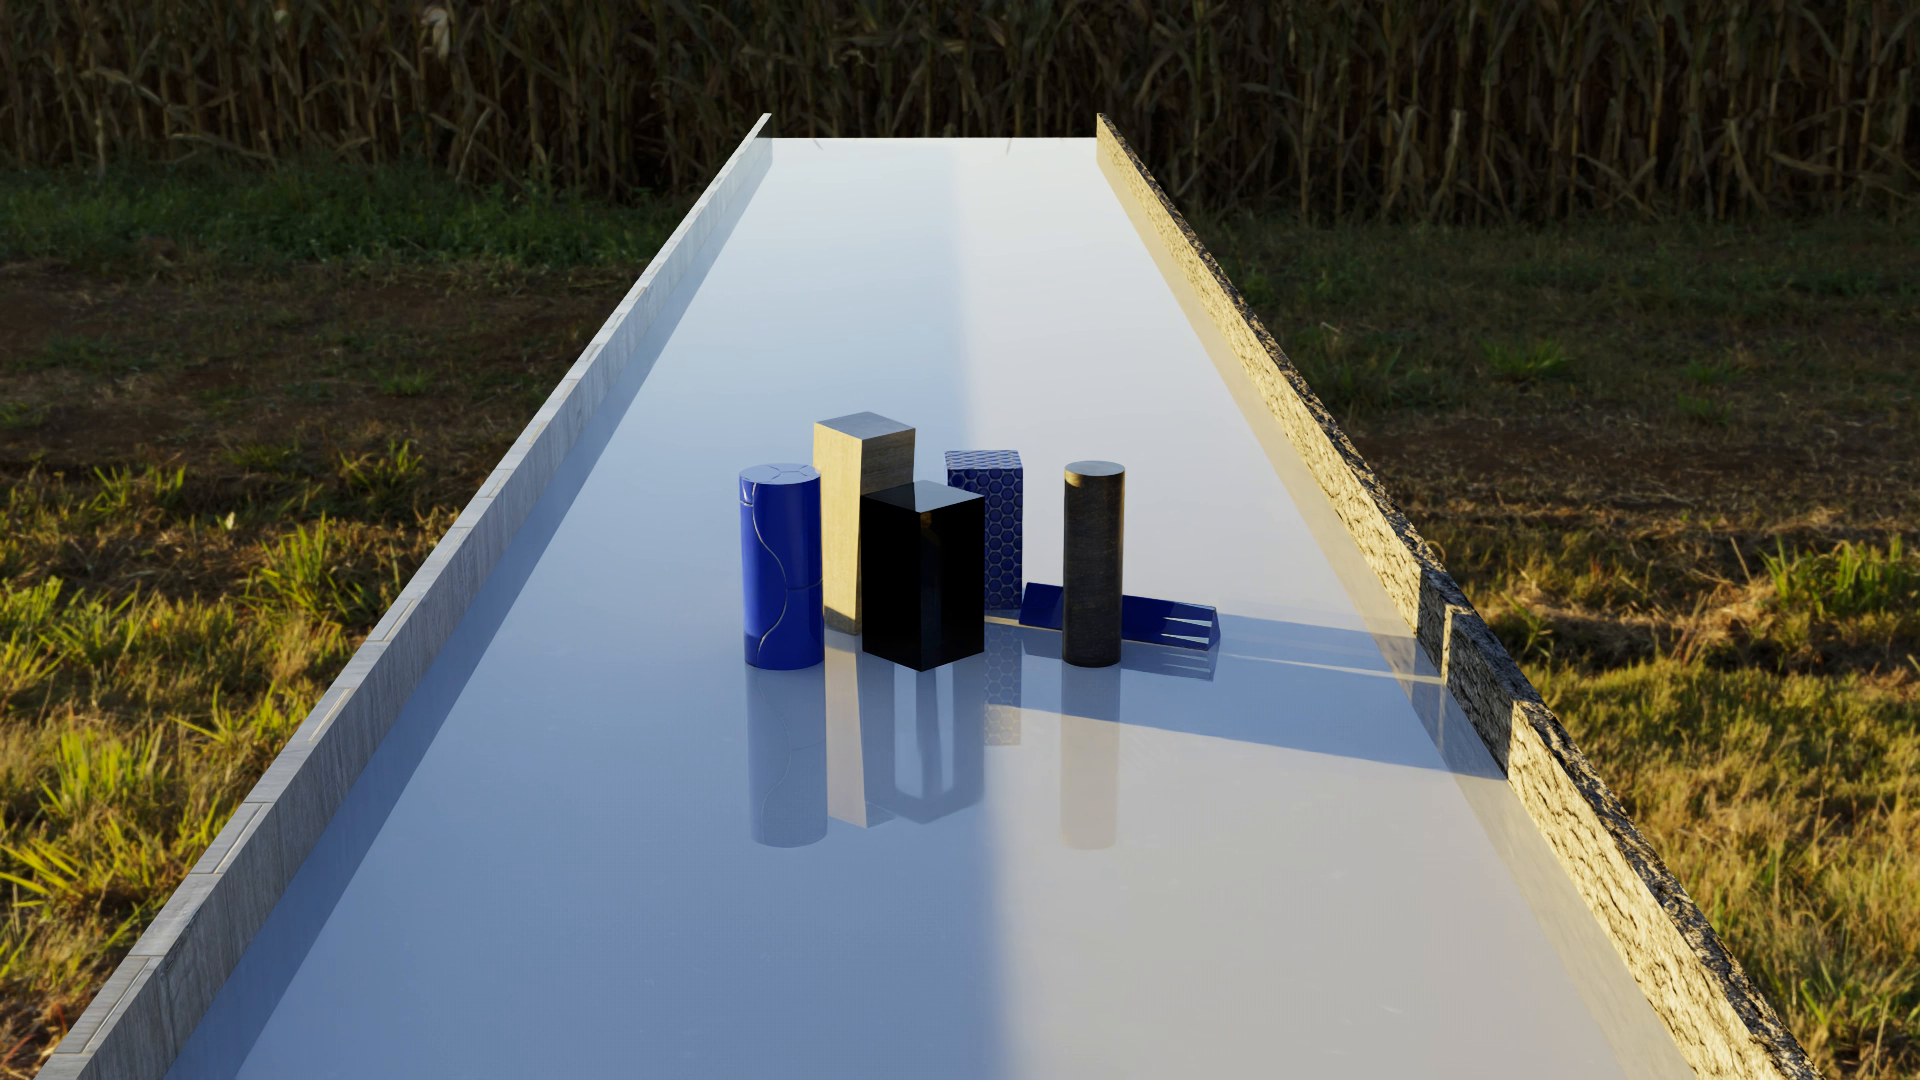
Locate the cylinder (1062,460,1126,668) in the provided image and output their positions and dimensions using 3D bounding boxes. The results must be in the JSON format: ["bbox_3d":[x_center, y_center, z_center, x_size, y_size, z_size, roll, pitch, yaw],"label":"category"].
[{"bbox_3d":[0.265,0.048,4.373,0.119,0.395,0.119,0,17,0],"label":"cylinder"}]

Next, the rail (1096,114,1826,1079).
[{"bbox_3d":[0.932,-0.844,7.801,0.050,0.150,12.000,0,17,-1],"label":"rail"}]

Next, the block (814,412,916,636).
[{"bbox_3d":[-0.206,-0.036,4.584,0.147,0.425,0.147,-15,27,-42],"label":"block"}]

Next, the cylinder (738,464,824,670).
[{"bbox_3d":[-0.354,0.052,4.380,0.163,0.382,0.163,0,17,0],"label":"cylinder"}]

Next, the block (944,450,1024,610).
[{"bbox_3d":[0.049,-0.022,4.753,0.160,0.313,0.160,-1,17,-3],"label":"block"}]

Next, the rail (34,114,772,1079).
[{"bbox_3d":[-1.118,-0.838,7.780,0.050,0.150,12.000,0,17,-1],"label":"rail"}]

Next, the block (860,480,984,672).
[{"bbox_3d":[-0.075,0.069,4.420,0.176,0.328,0.176,-15,22,-42],"label":"block"}]

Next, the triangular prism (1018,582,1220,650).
[{"bbox_3d":[0.331,0.150,4.575,0.414,0.079,0.091,7,18,23],"label":"triangular prism"}]
